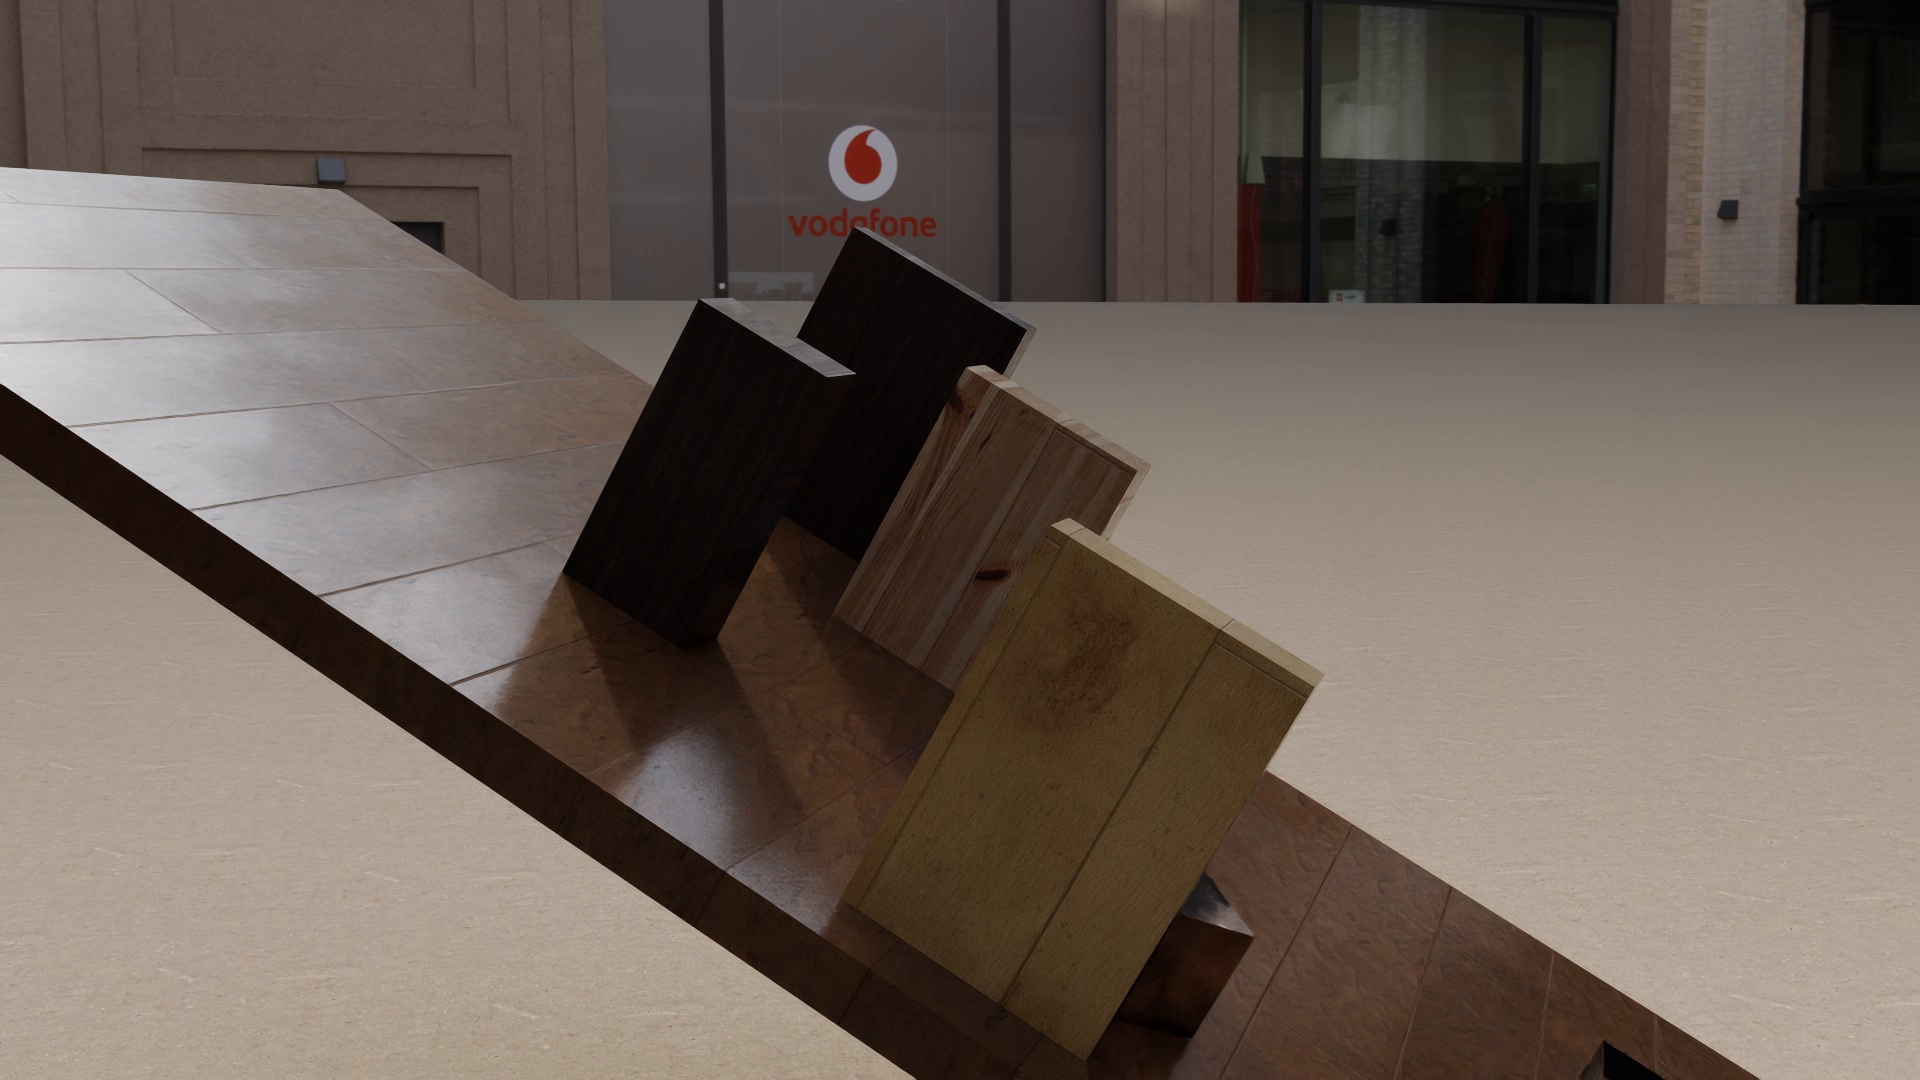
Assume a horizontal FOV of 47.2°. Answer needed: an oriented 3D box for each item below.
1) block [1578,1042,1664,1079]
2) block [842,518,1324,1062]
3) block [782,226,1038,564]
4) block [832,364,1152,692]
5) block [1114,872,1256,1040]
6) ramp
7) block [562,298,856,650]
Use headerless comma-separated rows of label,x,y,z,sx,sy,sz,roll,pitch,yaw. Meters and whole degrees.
block,1.131,1.002,3.763,0.172,0.172,0.172,32,15,11
block,0.170,0.360,3.178,0.429,0.649,0.103,32,15,11
block,-0.180,-0.295,4.799,0.445,0.631,0.081,32,15,11
block,0.060,0.001,4.358,0.393,0.571,0.128,32,15,11
block,0.292,0.619,3.431,0.199,0.199,0.199,21,16,-29
ramp,-0.195,0.321,4.133,4.000,0.100,2.000,32,15,11
block,-0.441,-0.117,3.854,0.266,0.550,0.144,32,15,11
